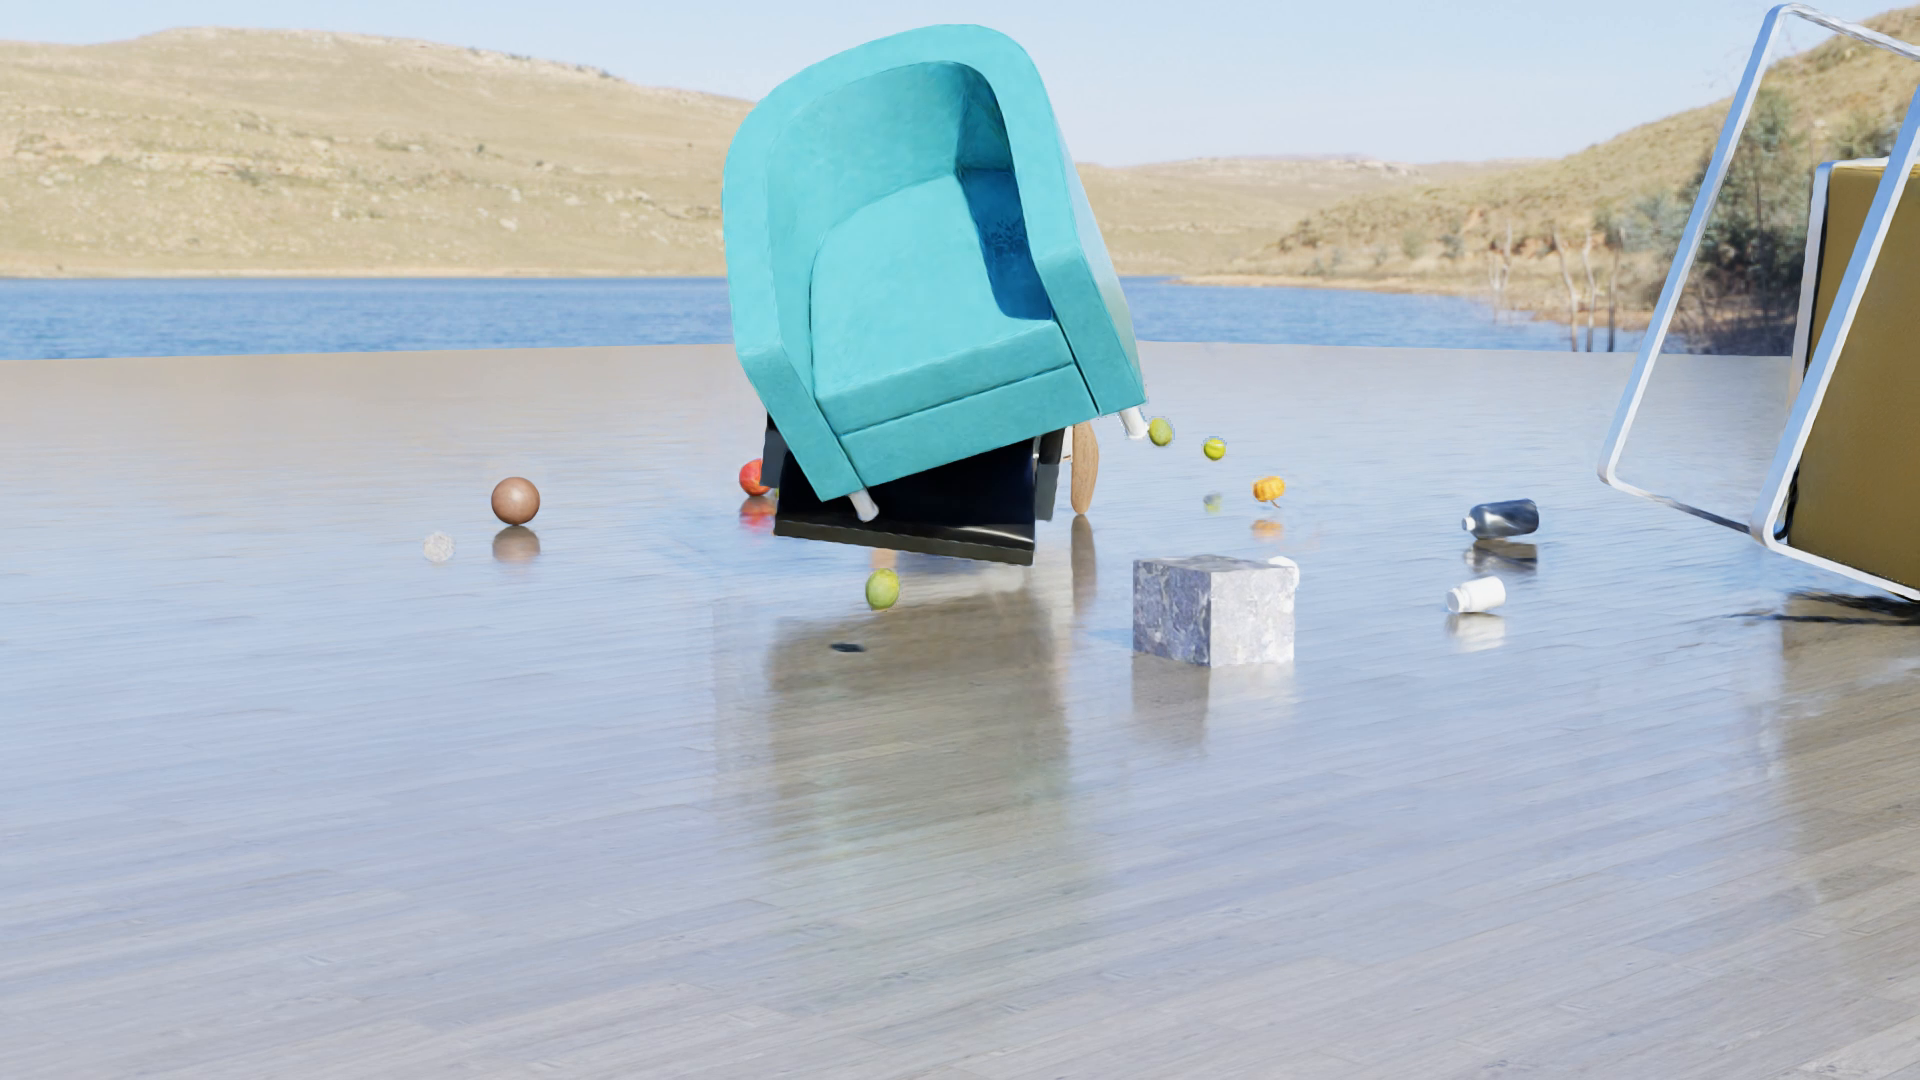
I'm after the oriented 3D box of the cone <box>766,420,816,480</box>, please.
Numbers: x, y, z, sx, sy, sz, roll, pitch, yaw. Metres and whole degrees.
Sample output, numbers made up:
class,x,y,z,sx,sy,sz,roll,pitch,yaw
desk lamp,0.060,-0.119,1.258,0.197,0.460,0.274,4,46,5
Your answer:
class,x,y,z,sx,sy,sz,roll,pitch,yaw
cone,-0.512,-0.300,8.311,0.121,0.194,0.232,-13,6,-38

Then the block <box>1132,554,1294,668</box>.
class,x,y,z,sx,sy,sz,roll,pitch,yaw
block,0.438,0.120,4.458,0.173,0.161,0.239,-3,7,-29

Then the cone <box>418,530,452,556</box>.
class,x,y,z,sx,sy,sz,roll,pitch,yaw
cone,-1.224,0.021,5.960,0.080,0.067,0.063,3,-24,-20

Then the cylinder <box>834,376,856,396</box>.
class,x,y,z,sx,sy,sz,roll,pitch,yaw
cylinder,-0.364,-0.483,8.069,0.044,0.040,0.075,22,-28,-19

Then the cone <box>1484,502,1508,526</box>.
class,x,y,z,sx,sy,sz,roll,pitch,yaw
cone,1.400,-0.053,6.783,0.065,0.066,0.076,-42,5,-38
